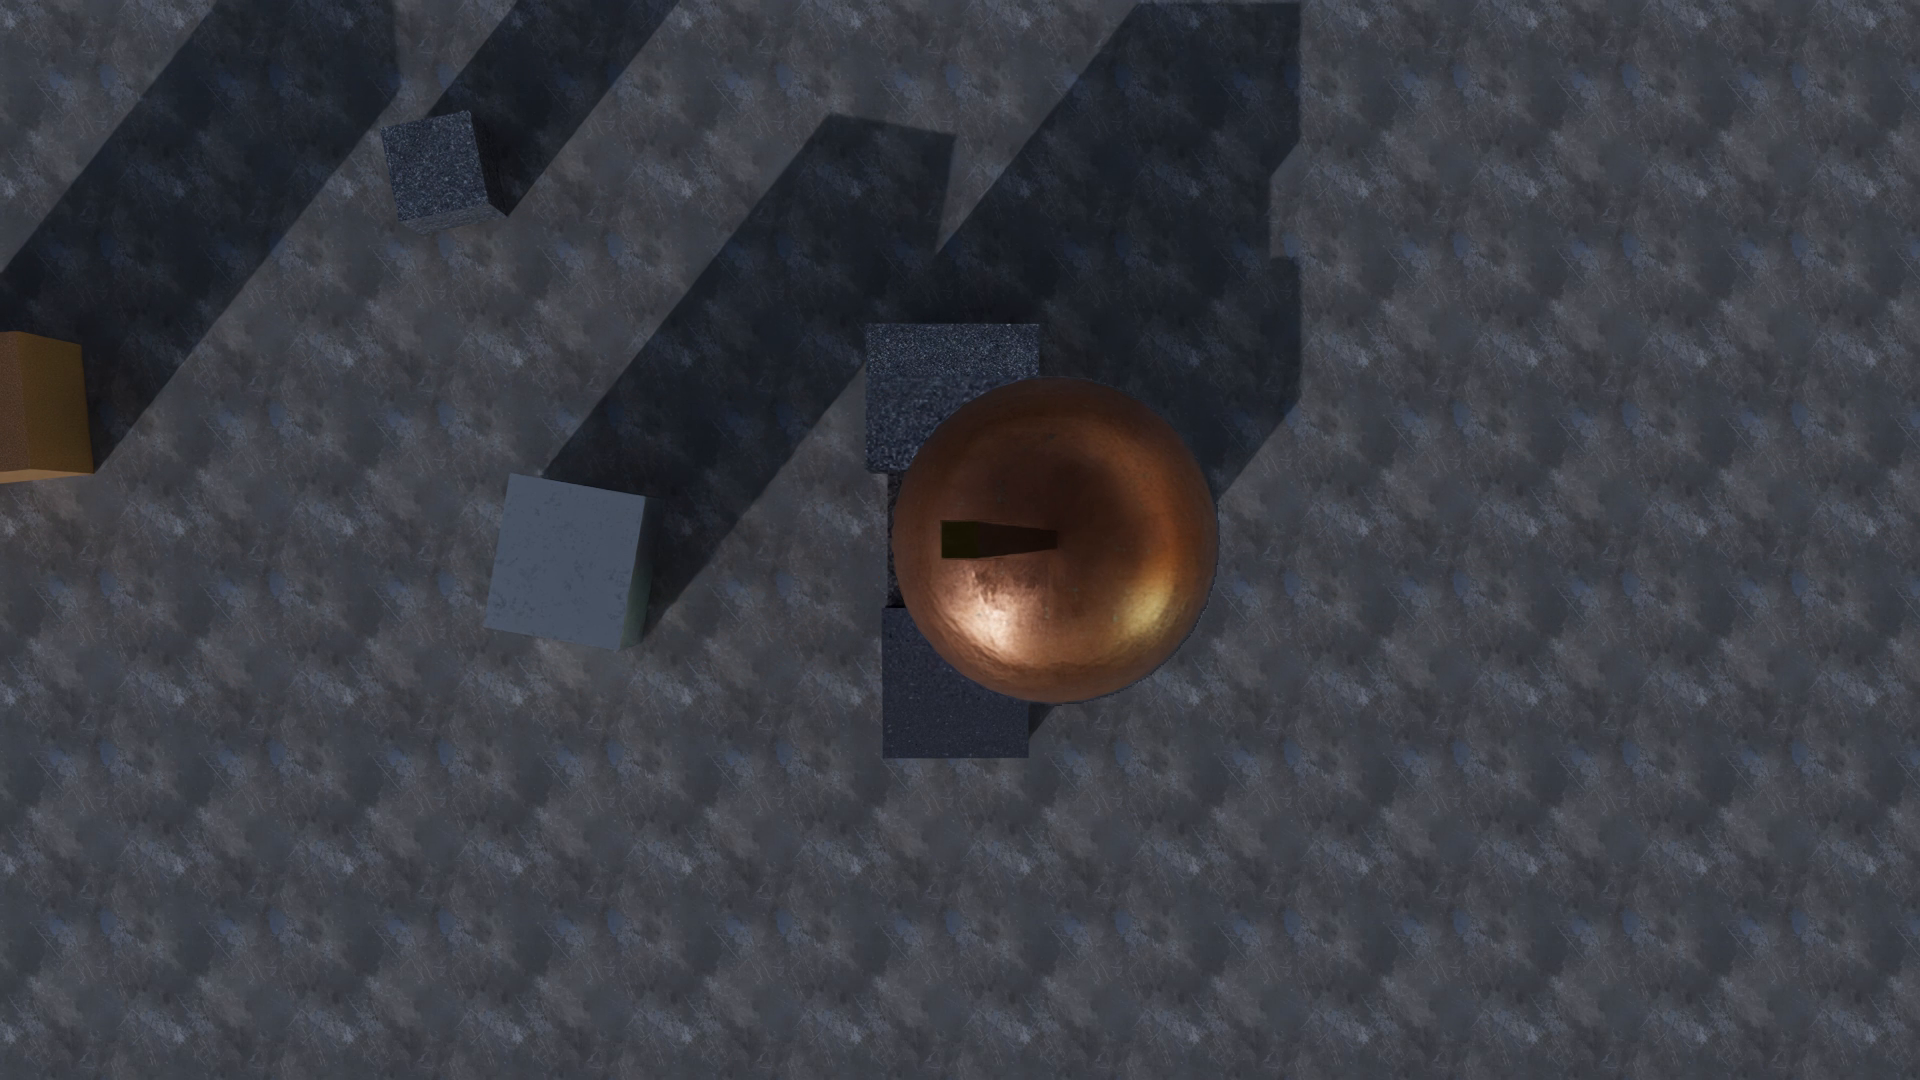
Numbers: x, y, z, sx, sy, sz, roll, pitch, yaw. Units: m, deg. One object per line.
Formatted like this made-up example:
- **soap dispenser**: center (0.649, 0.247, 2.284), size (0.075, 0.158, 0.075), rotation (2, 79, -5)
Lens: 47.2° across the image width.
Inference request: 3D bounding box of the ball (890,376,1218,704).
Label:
- **ball**: center (0.462, 0.000, 10.774), size (1.600, 1.600, 1.600), rotation (0, 90, 0)

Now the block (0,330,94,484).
- **block**: center (-5.598, -0.726, 12.554), size (0.891, 0.891, 0.766), rotation (-6, 90, 0)

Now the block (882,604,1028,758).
- **block**: center (-0.025, 0.795, 12.597), size (0.809, 0.807, 0.830), rotation (0, 90, 0)

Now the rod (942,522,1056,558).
- **rod**: center (0.200, 0.000, 7.384), size (0.080, 5.200, 0.080), rotation (0, 90, 4)

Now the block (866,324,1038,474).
- **block**: center (-0.043, -0.797, 12.612), size (0.961, 0.776, 0.811), rotation (0, 90, 0)

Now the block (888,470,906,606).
- **block**: center (0.008, -0.009, 12.651), size (0.821, 0.697, 0.761), rotation (0, 90, 0)

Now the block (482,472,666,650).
- **block**: center (-2.187, 0.120, 12.577), size (0.763, 0.845, 0.867), rotation (10, 90, 0)

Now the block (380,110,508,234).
- **block**: center (-2.984, -2.124, 12.740), size (0.521, 0.519, 0.543), rotation (-12, 90, 0)
